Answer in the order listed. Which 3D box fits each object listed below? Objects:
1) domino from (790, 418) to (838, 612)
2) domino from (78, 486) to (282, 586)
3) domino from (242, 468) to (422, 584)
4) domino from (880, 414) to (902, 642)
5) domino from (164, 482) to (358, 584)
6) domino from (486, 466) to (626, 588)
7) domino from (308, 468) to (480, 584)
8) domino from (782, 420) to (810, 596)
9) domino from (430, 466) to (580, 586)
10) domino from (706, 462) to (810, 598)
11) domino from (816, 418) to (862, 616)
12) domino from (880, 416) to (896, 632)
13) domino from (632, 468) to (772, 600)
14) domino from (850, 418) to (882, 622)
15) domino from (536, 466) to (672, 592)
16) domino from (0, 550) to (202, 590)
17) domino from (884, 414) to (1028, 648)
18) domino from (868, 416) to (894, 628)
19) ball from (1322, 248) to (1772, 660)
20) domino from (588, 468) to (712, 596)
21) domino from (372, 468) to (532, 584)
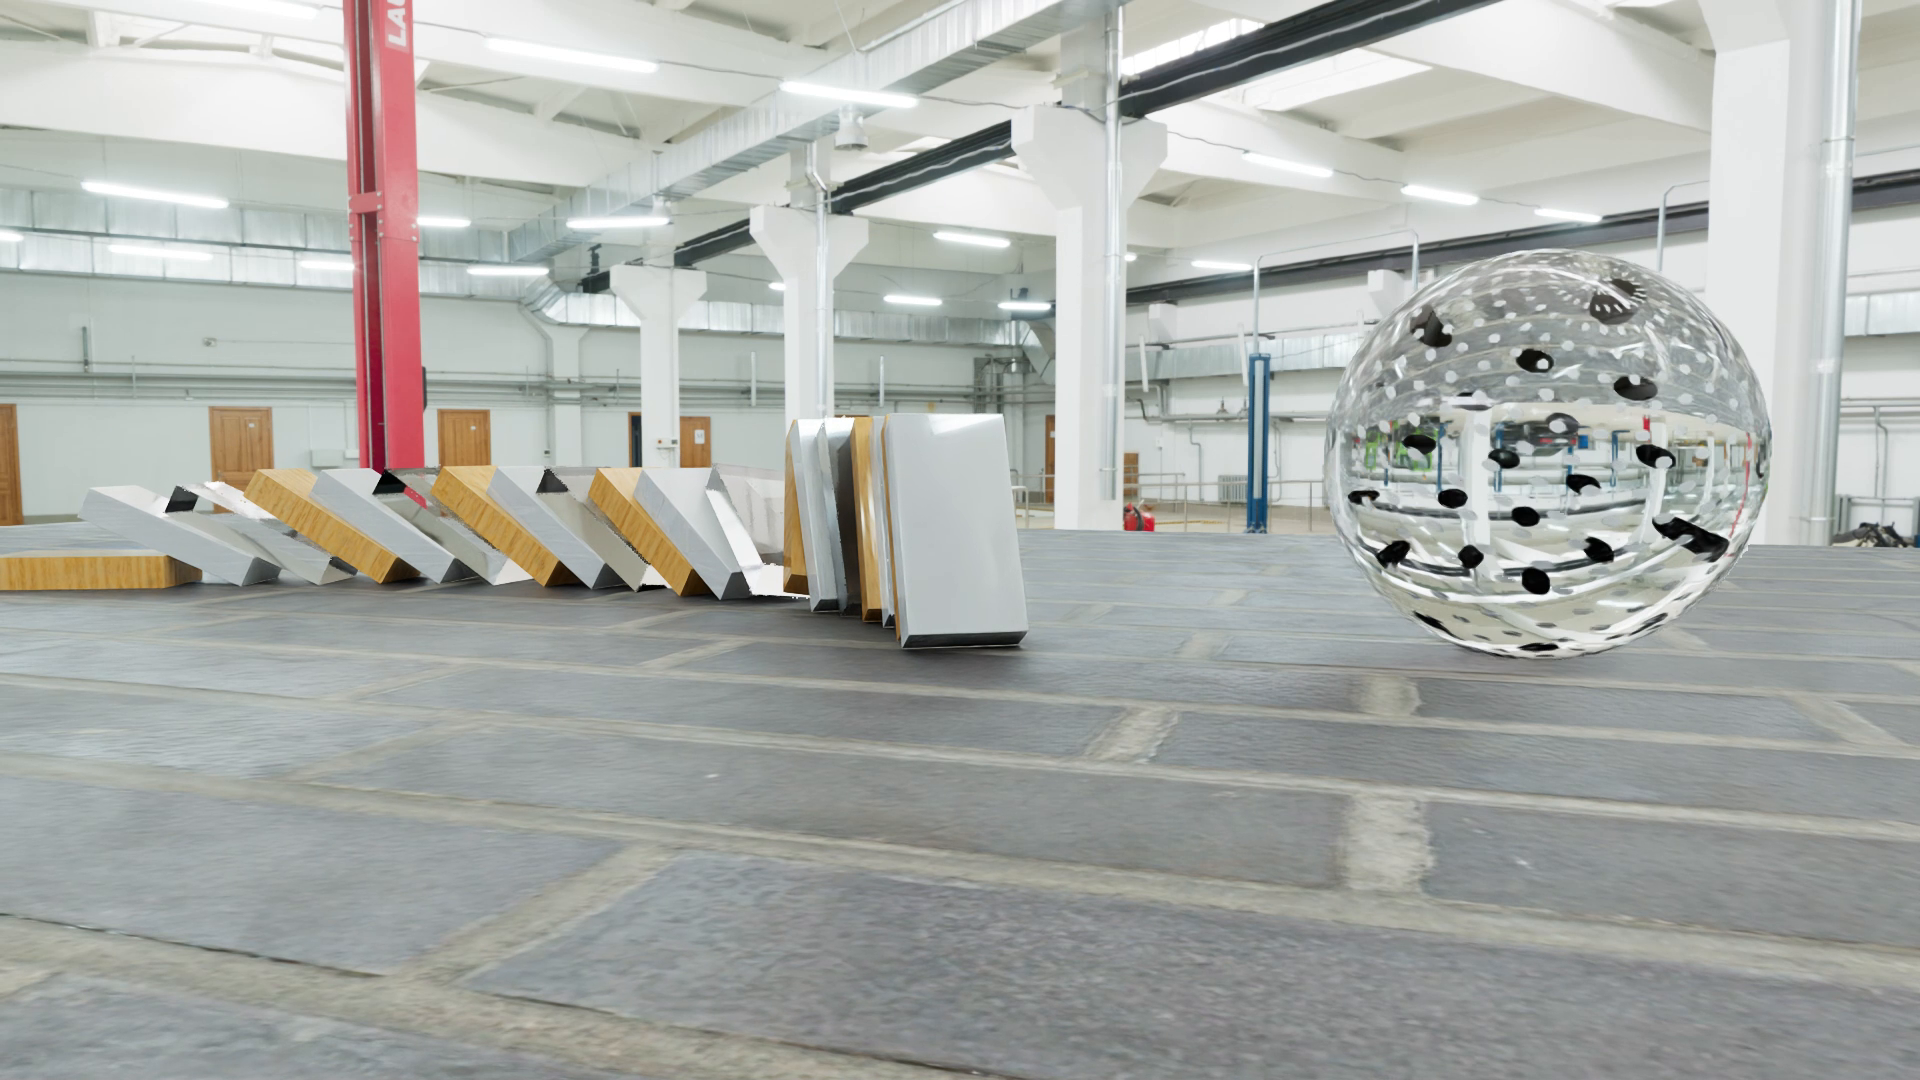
[{"bbox_3d":[-0.028,-0.007,0.333,0.025,0.050,0.010,-2,-22,-21],"label":"domino"},{"bbox_3d":[-0.237,-0.002,0.393,0.050,0.010,0.025,24,2,-6],"label":"domino"},{"bbox_3d":[-0.194,-0.005,0.402,0.050,0.010,0.025,32,5,0],"label":"domino"},{"bbox_3d":[-0.003,-0.003,0.284,0.025,0.050,0.010,-1,-22,-12],"label":"domino"},{"bbox_3d":[-0.214,-0.002,0.398,0.050,0.010,0.025,26,3,-3],"label":"domino"},{"bbox_3d":[-0.119,-0.005,0.394,0.050,0.010,0.025,38,19,20],"label":"domino"},{"bbox_3d":[-0.175,-0.005,0.403,0.050,0.009,0.025,33,8,5],"label":"domino"},{"bbox_3d":[-0.034,-0.008,0.348,0.025,0.050,0.010,8,-35,-18],"label":"domino"},{"bbox_3d":[-0.137,-0.005,0.399,0.050,0.010,0.025,36,15,14],"label":"domino"},{"bbox_3d":[-0.052,-0.003,0.362,0.025,0.010,0.050,5,33,-32],"label":"domino"},{"bbox_3d":[-0.020,-0.006,0.325,0.025,0.050,0.009,-2,-22,-20],"label":"domino"},{"bbox_3d":[-0.004,-0.004,0.295,0.025,0.050,0.009,-1,-22,-12],"label":"domino"},{"bbox_3d":[-0.070,-0.003,0.368,0.025,0.010,0.050,-4,39,-47],"label":"domino"},{"bbox_3d":[-0.012,-0.006,0.315,0.025,0.050,0.010,-1,-22,-12],"label":"domino"},{"bbox_3d":[-0.102,-0.004,0.387,0.050,0.010,0.025,39,22,23],"label":"domino"},{"bbox_3d":[-0.262,0.009,0.388,0.050,0.010,0.025,-1,4,-8],"label":"domino"},{"bbox_3d":[-0.001,-0.003,0.274,0.025,0.050,0.010,-1,-22,-12],"label":"domino"},{"bbox_3d":[-0.007,-0.005,0.305,0.025,0.050,0.010,-1,-22,-12],"label":"domino"},{"bbox_3d":[0.113,-0.016,0.253,0.080,0.080,0.080,0,4,0],"label":"ball"},{"bbox_3d":[-0.085,-0.003,0.379,0.050,0.010,0.025,42,27,29],"label":"domino"},{"bbox_3d":[-0.155,-0.005,0.402,0.050,0.010,0.025,34,12,10],"label":"domino"}]
